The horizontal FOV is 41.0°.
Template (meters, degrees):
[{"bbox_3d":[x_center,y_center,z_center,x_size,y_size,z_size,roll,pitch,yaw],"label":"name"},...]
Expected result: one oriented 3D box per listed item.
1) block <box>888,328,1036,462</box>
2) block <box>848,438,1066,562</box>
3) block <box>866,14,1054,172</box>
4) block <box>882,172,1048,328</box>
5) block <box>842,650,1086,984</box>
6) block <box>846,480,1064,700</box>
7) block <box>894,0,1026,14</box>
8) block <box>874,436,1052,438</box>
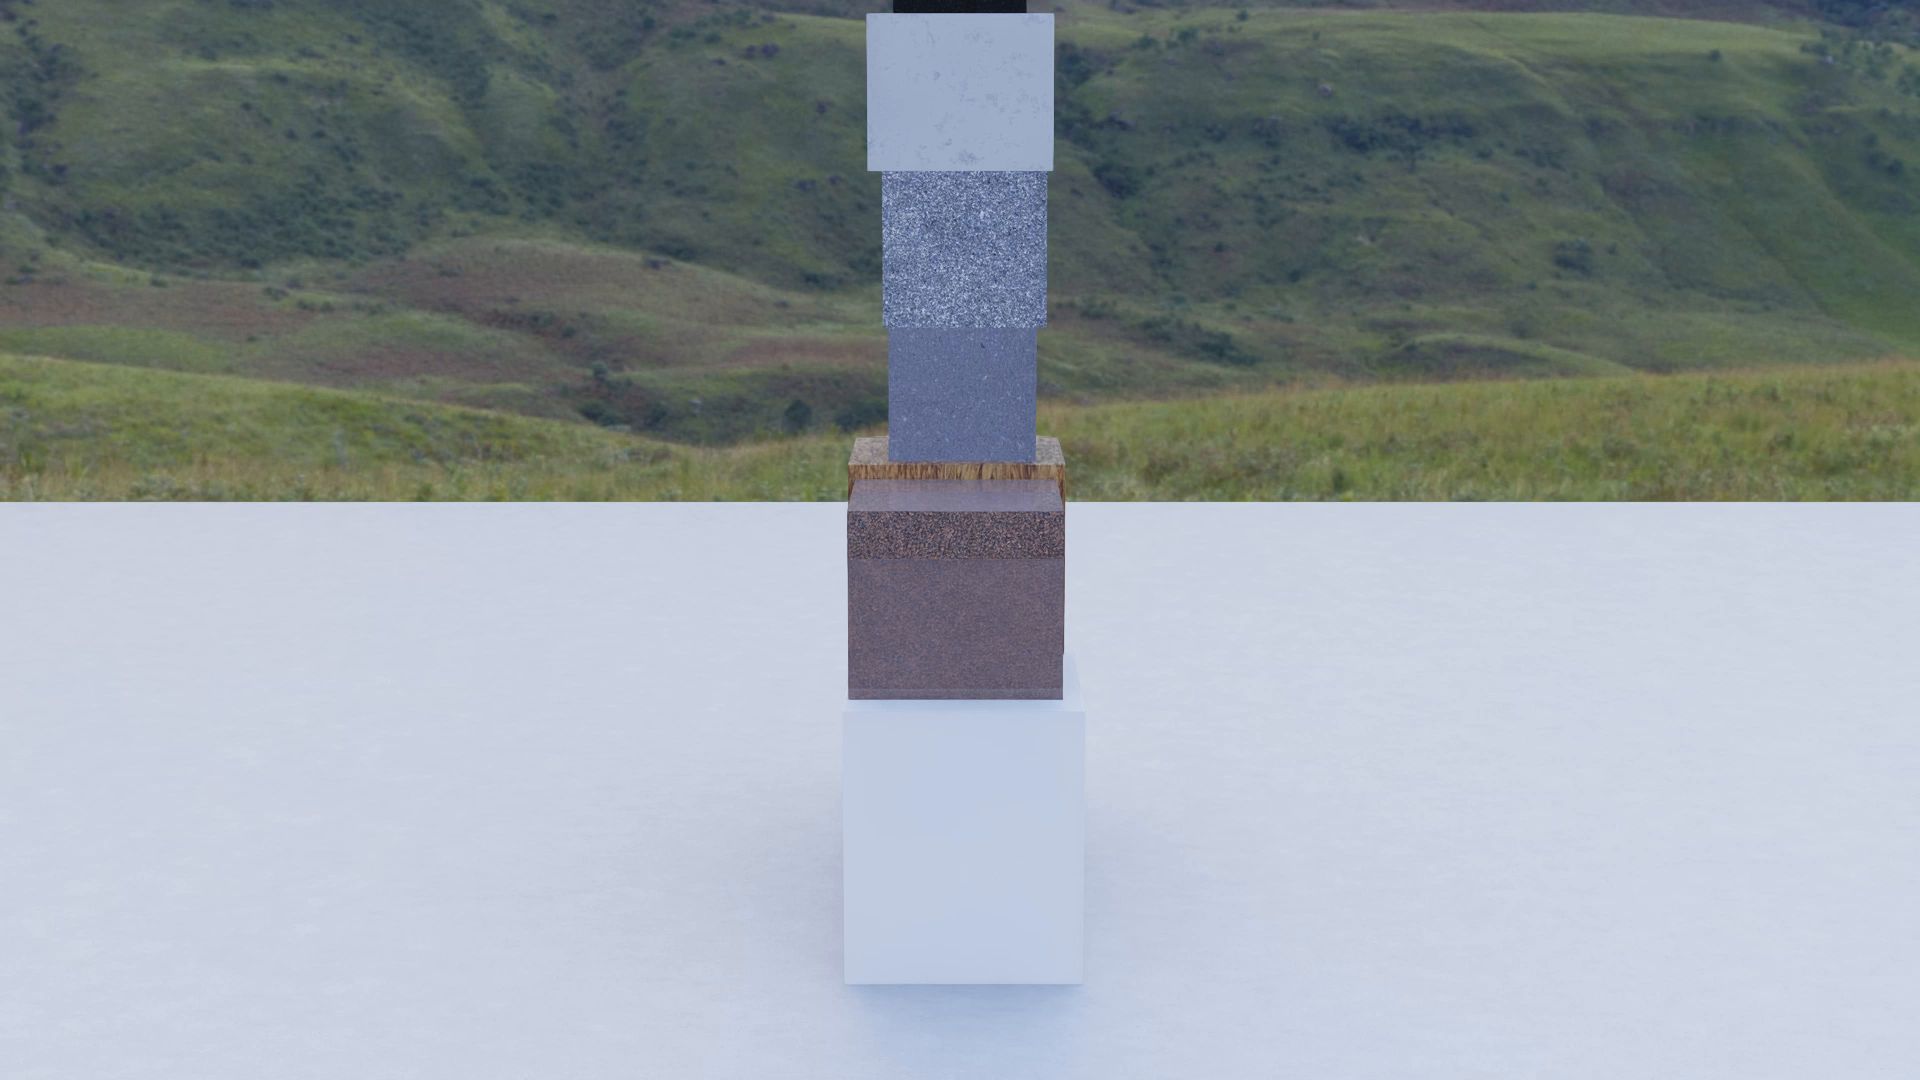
[{"bbox_3d":[0.010,-0.668,11.074,0.617,0.562,0.703,0,10,0],"label":"block"},{"bbox_3d":[-0.013,0.010,11.171,0.905,0.803,0.885,0,9,0],"label":"block"},{"bbox_3d":[0.002,-1.893,10.863,0.765,0.636,0.701,0,10,0],"label":"block"},{"bbox_3d":[0.020,-1.262,10.971,0.681,0.644,0.700,0,10,0],"label":"block"},{"bbox_3d":[0.015,1.100,10.453,0.932,1.096,1.074,0,10,0],"label":"block"},{"bbox_3d":[-0.017,0.185,10.333,0.837,0.746,0.795,0,10,0],"label":"block"},{"bbox_3d":[0.000,-2.519,10.755,0.545,0.634,0.630,0,10,0],"label":"block"},{"bbox_3d":[0.015,0.022,12.048,0.847,0.920,0.828,0,10,0],"label":"block"}]
